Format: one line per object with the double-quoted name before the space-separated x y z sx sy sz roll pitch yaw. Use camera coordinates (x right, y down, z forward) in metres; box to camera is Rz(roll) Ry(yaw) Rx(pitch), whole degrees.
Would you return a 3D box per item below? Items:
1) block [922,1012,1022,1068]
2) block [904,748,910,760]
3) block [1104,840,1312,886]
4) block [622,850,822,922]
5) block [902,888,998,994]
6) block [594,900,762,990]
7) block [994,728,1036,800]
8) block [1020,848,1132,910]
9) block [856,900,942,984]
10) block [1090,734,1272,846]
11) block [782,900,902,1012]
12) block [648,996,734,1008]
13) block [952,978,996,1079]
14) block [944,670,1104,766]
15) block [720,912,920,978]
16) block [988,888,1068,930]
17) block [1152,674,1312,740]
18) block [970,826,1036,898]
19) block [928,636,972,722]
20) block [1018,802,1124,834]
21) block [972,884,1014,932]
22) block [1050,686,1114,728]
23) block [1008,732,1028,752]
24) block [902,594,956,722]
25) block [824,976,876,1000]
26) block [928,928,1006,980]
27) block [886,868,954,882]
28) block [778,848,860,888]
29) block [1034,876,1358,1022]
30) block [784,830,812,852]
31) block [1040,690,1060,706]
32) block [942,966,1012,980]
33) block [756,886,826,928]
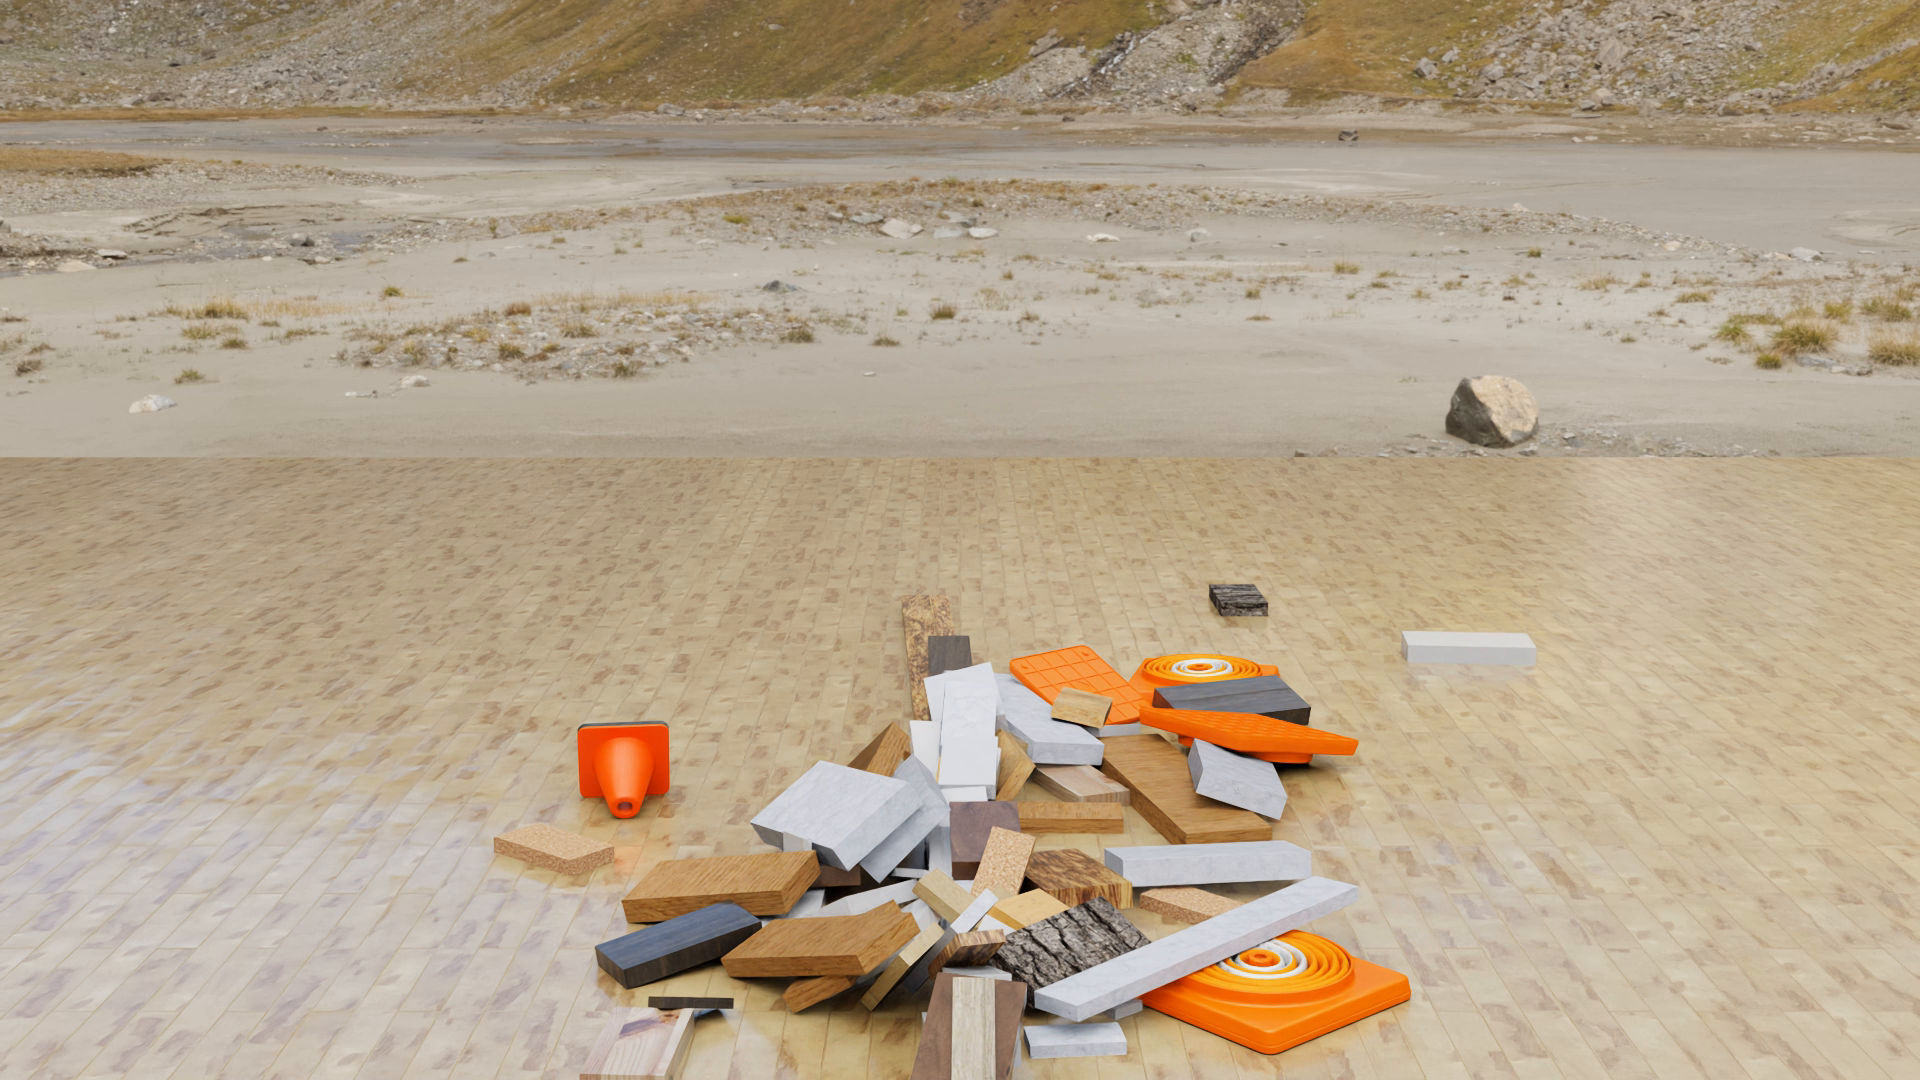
"block" 0.013 0.674 2.973 0.120 0.034 0.240 -1 -3 -3
"block" -0.040 0.434 4.290 0.081 0.023 0.163 -5 12 -26
"block" 0.415 0.545 3.706 0.318 0.045 0.159 -1 -1 -7
"block" -0.384 0.558 3.539 0.286 0.041 0.143 -7 15 22
"block" -0.016 0.578 3.157 0.081 0.023 0.256 -42 -10 -32
"block" -0.428 0.615 3.355 0.229 0.032 0.114 -16 17 -28
"block" 0.079 0.438 4.199 0.030 0.107 0.214 33 3 -15
"block" 0.168 0.561 3.621 0.143 0.041 0.286 -3 4 -15
"block" -0.090 0.599 3.338 0.109 0.031 0.239 -31 1 12
"block" 0.400 0.476 4.162 0.159 0.045 0.634 -2 11 -13
"block" -0.170 0.611 3.236 0.109 0.031 0.219 -29 6 25
"block" -0.384 0.661 3.142 0.109 0.015 0.054 7 -13 -28
"block" 0.017 0.637 2.795 0.054 0.015 0.224 1 30 0
"block" 0.122 0.361 4.512 0.151 0.043 0.501 5 11 -22
"block" -0.207 0.591 3.204 0.112 0.032 0.350 -32 11 -38
"block" 0.109 0.571 3.363 0.072 0.020 0.144 29 17 28
"block" 0.581 0.356 4.710 0.301 0.043 0.151 -4 26 -23
"block" 0.067 0.529 3.515 0.072 0.020 0.144 13 48 11
"block" -0.018 0.326 4.826 0.099 0.028 0.909 0 11 -1
"block" 0.198 0.509 4.029 0.197 0.028 0.099 0 11 1
"block" 0.069 0.587 3.353 0.081 0.023 0.162 33 19 3
"block" 0.252 0.344 4.522 0.107 0.030 0.214 13 6 7
"block" 0.085 0.420 4.353 0.023 0.081 0.163 10 6 -23
"block" -0.061 0.293 5.174 0.123 0.035 1.416 -1 11 -3
"block" -0.179 0.657 3.269 0.097 0.014 0.049 -10 14 -42
"block" 0.008 0.579 3.071 0.067 0.019 0.144 -2 -28 -21
"block" -0.075 0.548 3.587 0.049 0.014 0.285 17 -12 -14
"block" -0.239 0.545 3.712 0.114 0.032 0.257 -1 2 -9
"block" 0.361 0.595 3.243 0.617 0.024 0.085 -12 13 -41
"block" -0.267 0.508 3.615 0.014 0.049 0.097 -2 2 -24
"block" 0.180 0.373 4.744 0.246 0.035 0.123 -10 15 -44
"block" 0.023 0.599 3.010 0.067 0.019 0.134 0 -6 -12
"block" -0.278 0.601 3.521 0.113 0.032 0.225 0 11 1
